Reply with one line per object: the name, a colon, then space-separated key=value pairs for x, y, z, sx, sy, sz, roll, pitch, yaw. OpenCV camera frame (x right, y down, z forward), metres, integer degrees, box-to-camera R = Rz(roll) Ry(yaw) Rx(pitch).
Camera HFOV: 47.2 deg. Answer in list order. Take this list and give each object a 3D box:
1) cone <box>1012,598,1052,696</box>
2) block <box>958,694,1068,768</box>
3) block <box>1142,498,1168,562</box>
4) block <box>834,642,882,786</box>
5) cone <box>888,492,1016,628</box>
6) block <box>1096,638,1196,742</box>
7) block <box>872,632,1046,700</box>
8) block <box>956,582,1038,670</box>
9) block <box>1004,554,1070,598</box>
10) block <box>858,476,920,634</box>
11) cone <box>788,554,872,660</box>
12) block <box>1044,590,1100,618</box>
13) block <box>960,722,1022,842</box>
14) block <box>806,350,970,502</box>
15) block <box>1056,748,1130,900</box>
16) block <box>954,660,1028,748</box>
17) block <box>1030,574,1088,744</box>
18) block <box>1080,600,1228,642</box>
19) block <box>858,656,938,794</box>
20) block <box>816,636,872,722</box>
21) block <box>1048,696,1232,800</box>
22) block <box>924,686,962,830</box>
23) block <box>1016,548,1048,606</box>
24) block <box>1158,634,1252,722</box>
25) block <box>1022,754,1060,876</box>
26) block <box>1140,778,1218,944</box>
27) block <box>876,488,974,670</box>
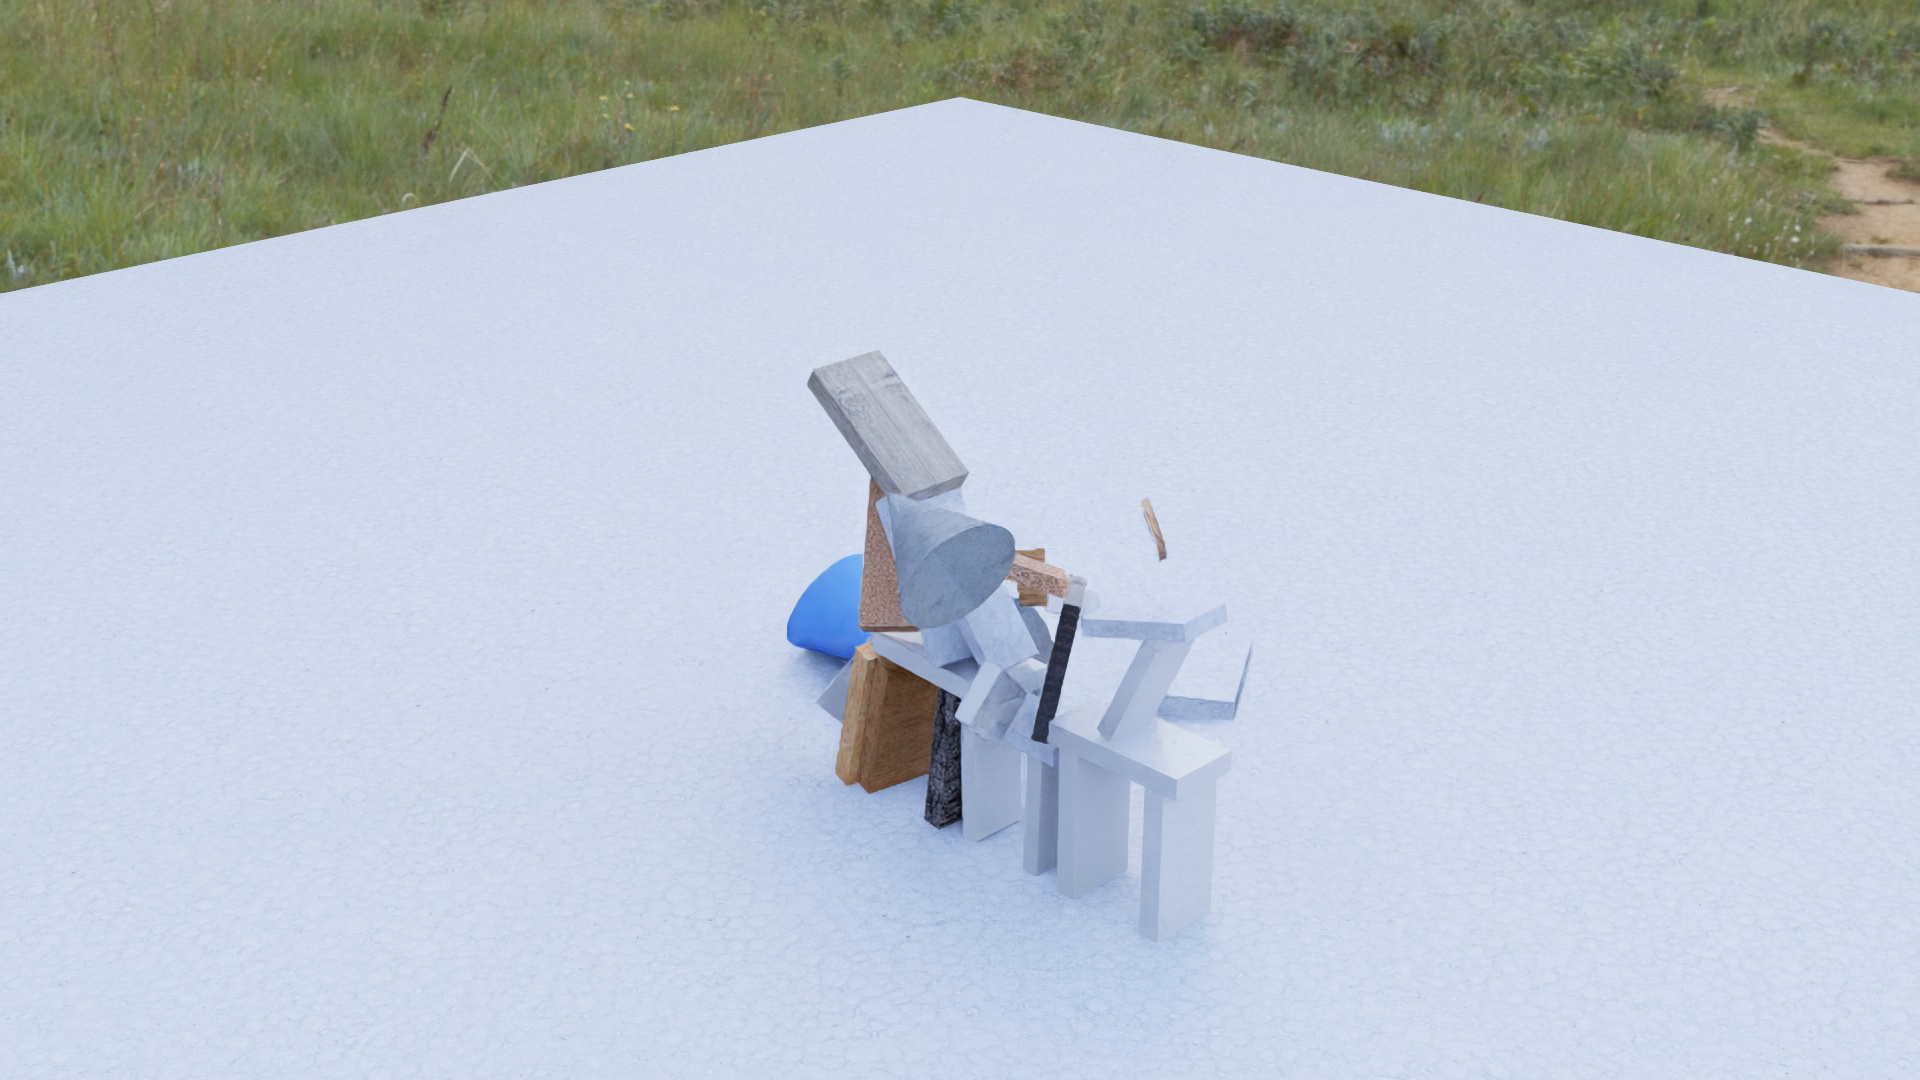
cone: x=0.137 y=0.271 z=4.966 sx=0.272 sy=0.272 sz=0.272 roll=12 pitch=-1 yaw=26
block: x=0.133 y=0.352 z=4.219 sx=0.129 sy=0.037 sz=0.258 roll=-20 pitch=31 yaw=-39
block: x=0.387 y=-0.021 z=4.376 sx=0.016 sy=0.058 sz=0.116 roll=-16 pitch=53 yaw=0
block: x=-0.154 y=0.343 z=4.521 sx=0.168 sy=0.336 sz=0.048 roll=-16 pitch=43 yaw=-32
cone: x=-0.065 y=-0.011 z=3.830 sx=0.234 sy=0.234 sz=0.234 roll=-16 pitch=50 yaw=-32
block: x=0.338 y=0.255 z=3.963 sx=0.119 sy=0.239 sz=0.034 roll=-21 pitch=56 yaw=-41
block: x=-0.004 y=0.231 z=4.320 sx=0.161 sy=0.046 sz=0.322 roll=-22 pitch=35 yaw=-41
block: x=0.048 y=0.137 z=4.234 sx=0.117 sy=0.235 sz=0.033 roll=-23 pitch=-7 yaw=-36
block: x=0.080 y=0.044 z=4.019 sx=0.235 sy=0.033 sz=0.117 roll=19 pitch=9 yaw=-7
block: x=-0.104 y=0.020 z=4.367 sx=0.164 sy=0.328 sz=0.047 roll=0 pitch=-18 yaw=12
cone: x=-0.205 y=0.222 z=5.045 sx=0.272 sy=0.272 sz=0.272 roll=41 pitch=41 yaw=25
block: x=0.236 y=0.130 z=4.591 sx=0.116 sy=0.058 sz=0.016 roll=9 pitch=-16 yaw=-17
block: x=0.062 y=0.456 z=4.355 sx=0.129 sy=0.258 sz=0.037 roll=-20 pitch=29 yaw=-39
block: x=-0.142 y=-0.219 z=4.306 sx=0.164 sy=0.047 sz=0.329 roll=-21 pitch=65 yaw=-35
block: x=0.254 y=0.511 z=4.161 sx=0.044 sy=0.309 sz=0.154 roll=21 pitch=31 yaw=41
block: x=0.059 y=0.302 z=4.023 sx=0.033 sy=0.117 sz=0.308 roll=28 pitch=-6 yaw=15
block: x=0.184 y=0.223 z=4.092 sx=0.034 sy=0.296 sz=0.119 roll=13 pitch=27 yaw=3
block: x=0.344 y=0.142 z=3.907 sx=0.238 sy=0.034 sz=0.119 roll=1 pitch=17 yaw=45
block: x=-0.112 y=0.361 z=4.495 sx=0.161 sy=0.322 sz=0.046 roll=-16 pitch=42 yaw=-32
block: x=-0.146 y=0.284 z=4.615 sx=0.168 sy=0.336 sz=0.048 roll=38 pitch=36 yaw=-3
block: x=0.327 y=0.377 z=4.025 sx=0.309 sy=0.044 sz=0.154 roll=21 pitch=31 yaw=41
block: x=0.018 y=0.408 z=4.382 sx=0.161 sy=0.322 sz=0.046 roll=-20 pitch=38 yaw=-39
block: x=0.146 y=0.077 z=4.487 sx=0.058 sy=0.116 sz=0.016 roll=-3 pitch=-17 yaw=1
block: x=0.557 y=0.305 z=4.981 sx=0.168 sy=0.048 sz=0.336 roll=5 pitch=24 yaw=12
block: x=0.183 y=0.508 z=4.232 sx=0.129 sy=0.258 sz=0.037 roll=-21 pitch=33 yaw=-40
block: x=0.400 y=0.568 z=4.027 sx=0.044 sy=0.309 sz=0.154 roll=21 pitch=31 yaw=41
block: x=-0.030 y=0.066 z=4.272 sx=0.164 sy=0.344 sz=0.047 roll=-14 pitch=-10 yaw=-31
